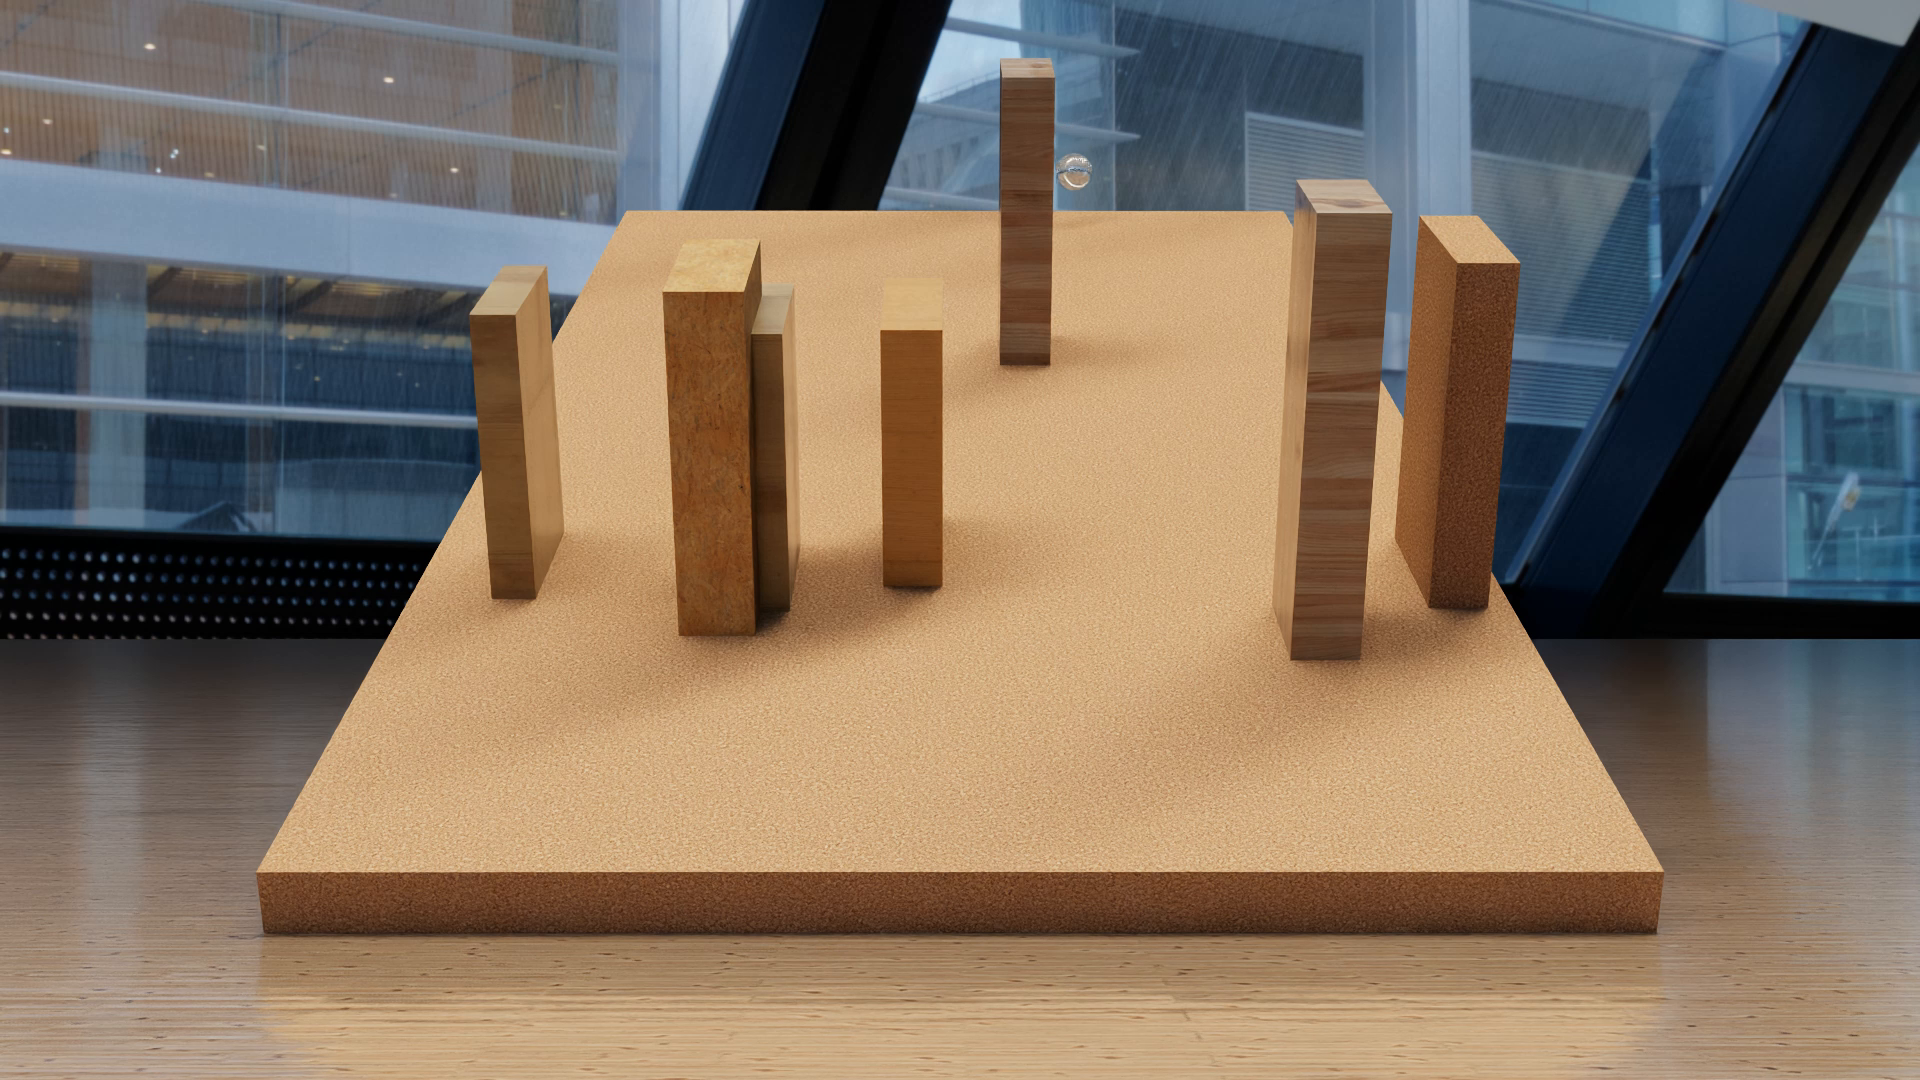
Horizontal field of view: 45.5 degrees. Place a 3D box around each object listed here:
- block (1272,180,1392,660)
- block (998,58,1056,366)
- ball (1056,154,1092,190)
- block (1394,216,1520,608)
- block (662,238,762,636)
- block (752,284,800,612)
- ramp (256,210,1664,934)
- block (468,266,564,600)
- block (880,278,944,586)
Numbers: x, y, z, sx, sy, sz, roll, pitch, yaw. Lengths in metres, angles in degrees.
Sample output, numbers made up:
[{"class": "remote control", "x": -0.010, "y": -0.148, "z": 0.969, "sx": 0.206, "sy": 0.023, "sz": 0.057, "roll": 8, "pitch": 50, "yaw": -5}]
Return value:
[{"class": "block", "x": 0.626, "y": -0.201, "z": 3.895, "sx": 0.120, "sy": 0.780, "sz": 0.240, "roll": 0, "pitch": 22, "yaw": 0}, {"class": "block", "x": 0.157, "y": -0.787, "z": 5.497, "sx": 0.122, "sy": 0.688, "sz": 0.254, "roll": 0, "pitch": 22, "yaw": 0}, {"class": "ball", "x": 0.338, "y": -1.092, "z": 6.797, "sx": 0.109, "sy": 0.109, "sz": 0.109, "roll": 0, "pitch": -2, "yaw": 0}, {"class": "block", "x": 0.900, "y": -0.238, "z": 4.179, "sx": 0.107, "sy": 0.639, "sz": 0.342, "roll": 0, "pitch": 22, "yaw": 0}, {"class": "block", "x": -0.426, "y": -0.186, "z": 4.065, "sx": 0.134, "sy": 0.623, "sz": 0.353, "roll": 0, "pitch": 22, "yaw": 0}, {"class": "block", "x": -0.346, "y": -0.173, "z": 4.174, "sx": 0.080, "sy": 0.518, "sz": 0.329, "roll": 0, "pitch": 22, "yaw": 0}, {"class": "ramp", "x": -0.006, "y": -0.219, "z": 5.131, "sx": 2.000, "sy": 0.100, "sz": 4.000, "roll": 0, "pitch": 22, "yaw": 0}, {"class": "block", "x": -0.812, "y": -0.203, "z": 4.224, "sx": 0.080, "sy": 0.536, "sz": 0.335, "roll": 0, "pitch": 22, "yaw": 0}, {"class": "block", "x": -0.087, "y": -0.207, "z": 4.299, "sx": 0.110, "sy": 0.491, "sz": 0.351, "roll": 0, "pitch": 22, "yaw": 0}]
